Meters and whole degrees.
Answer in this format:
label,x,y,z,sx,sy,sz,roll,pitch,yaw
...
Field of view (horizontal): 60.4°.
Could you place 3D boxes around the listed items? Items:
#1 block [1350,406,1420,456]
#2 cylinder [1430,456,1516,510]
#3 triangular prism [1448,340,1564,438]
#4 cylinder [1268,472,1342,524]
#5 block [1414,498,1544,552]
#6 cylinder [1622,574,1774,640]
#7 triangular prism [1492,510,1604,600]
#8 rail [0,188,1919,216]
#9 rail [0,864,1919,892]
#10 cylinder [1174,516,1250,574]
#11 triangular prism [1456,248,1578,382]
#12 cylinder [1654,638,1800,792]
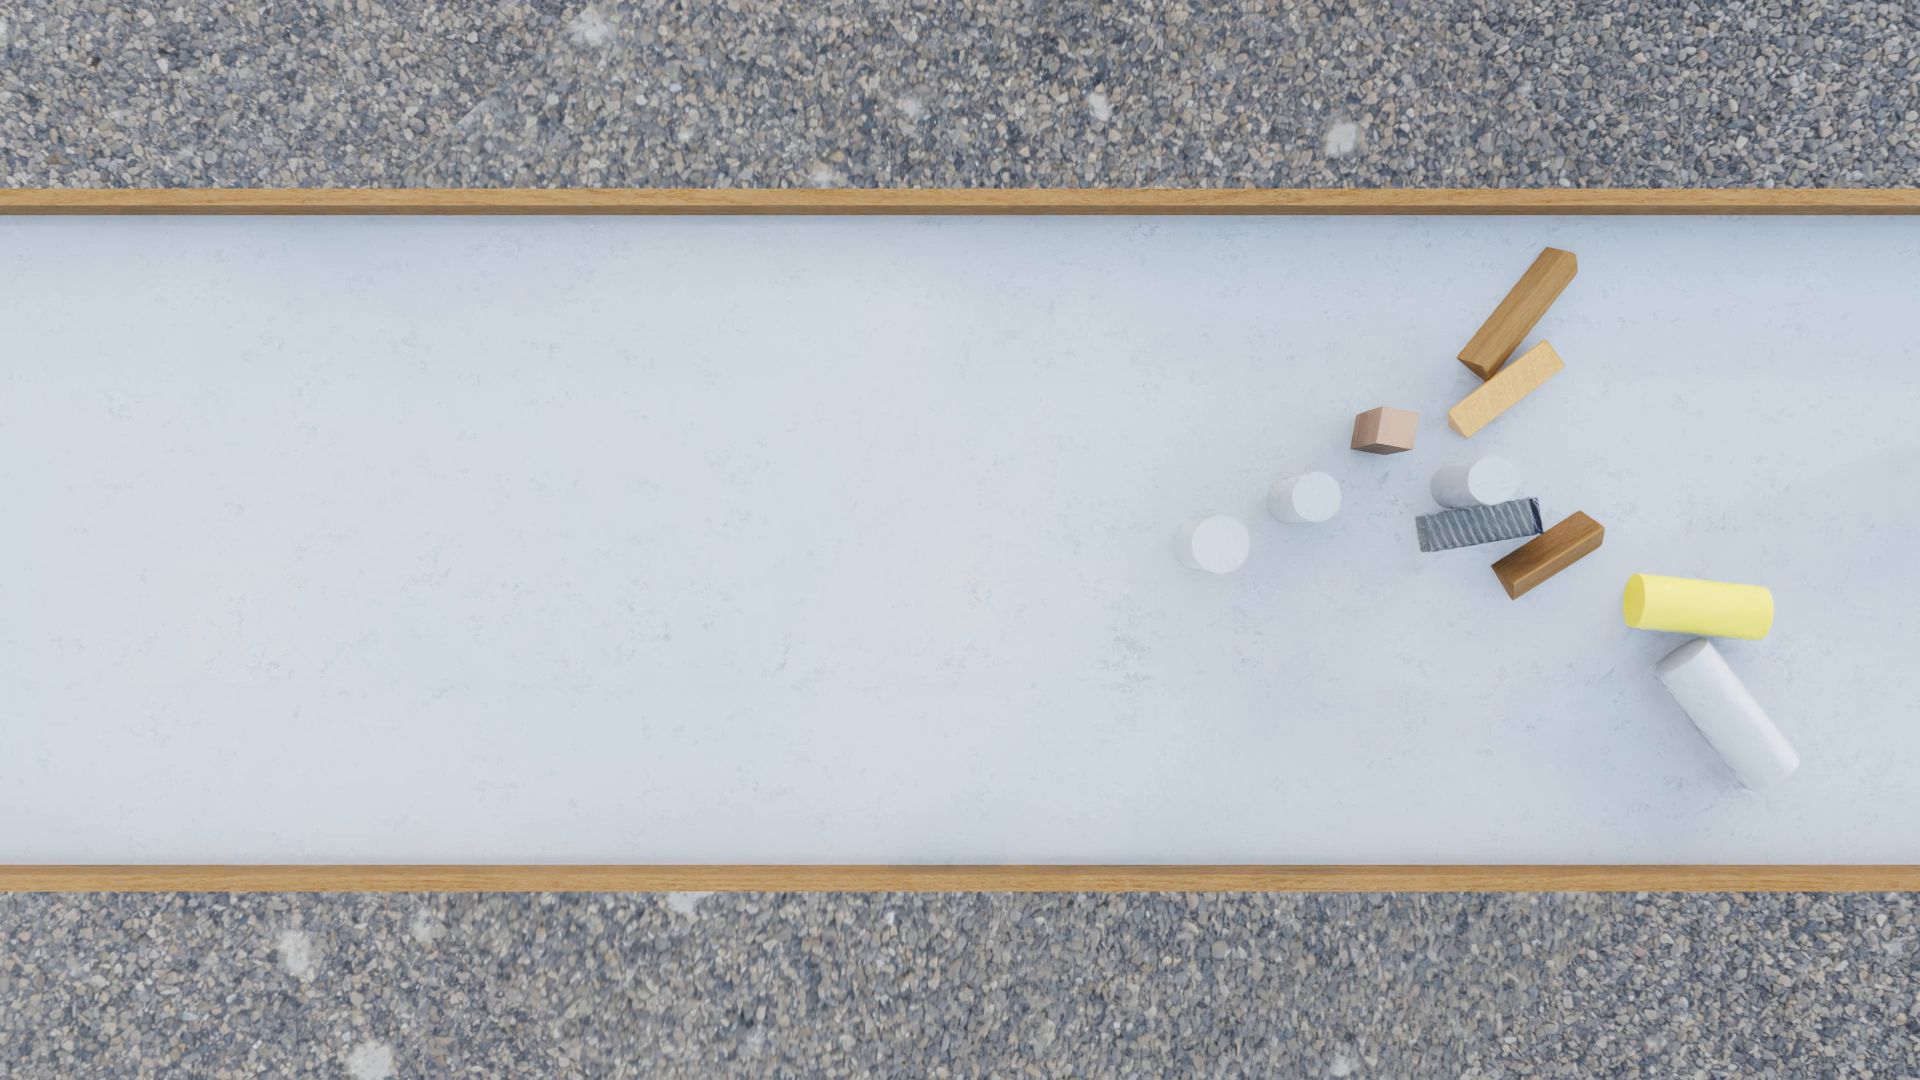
label,x,y,z,sx,sy,sz,roll,pitch,yaw
block,1.263,-0.324,4.917,0.108,0.319,0.108,10,90,0
cylinder,1.514,-0.166,4.884,0.138,0.384,0.138,0,89,0
triangular prism,1.646,-0.468,5.011,0.369,0.102,0.089,-37,121,0
cylinder,1.016,-0.122,4.887,0.142,0.379,0.142,0,90,0
block,1.578,-0.046,5.021,0.344,0.111,0.111,-10,90,0
cylinder,2.232,0.204,4.995,0.383,0.163,0.163,6,90,0
triangular prism,1.803,0.048,5.019,0.322,0.109,0.126,-32,90,0
rail,-2.247,-1.025,5.002,12.000,0.150,0.050,0,90,0
rail,-2.247,1.025,5.001,12.000,0.150,0.050,0,90,0
cylinder,0.742,0.013,4.887,0.165,0.379,0.165,0,90,0
triangular prism,1.713,-0.692,5.020,0.123,0.107,0.440,39,90,0
cylinder,2.318,0.527,4.988,0.178,0.178,0.450,-38,90,0
